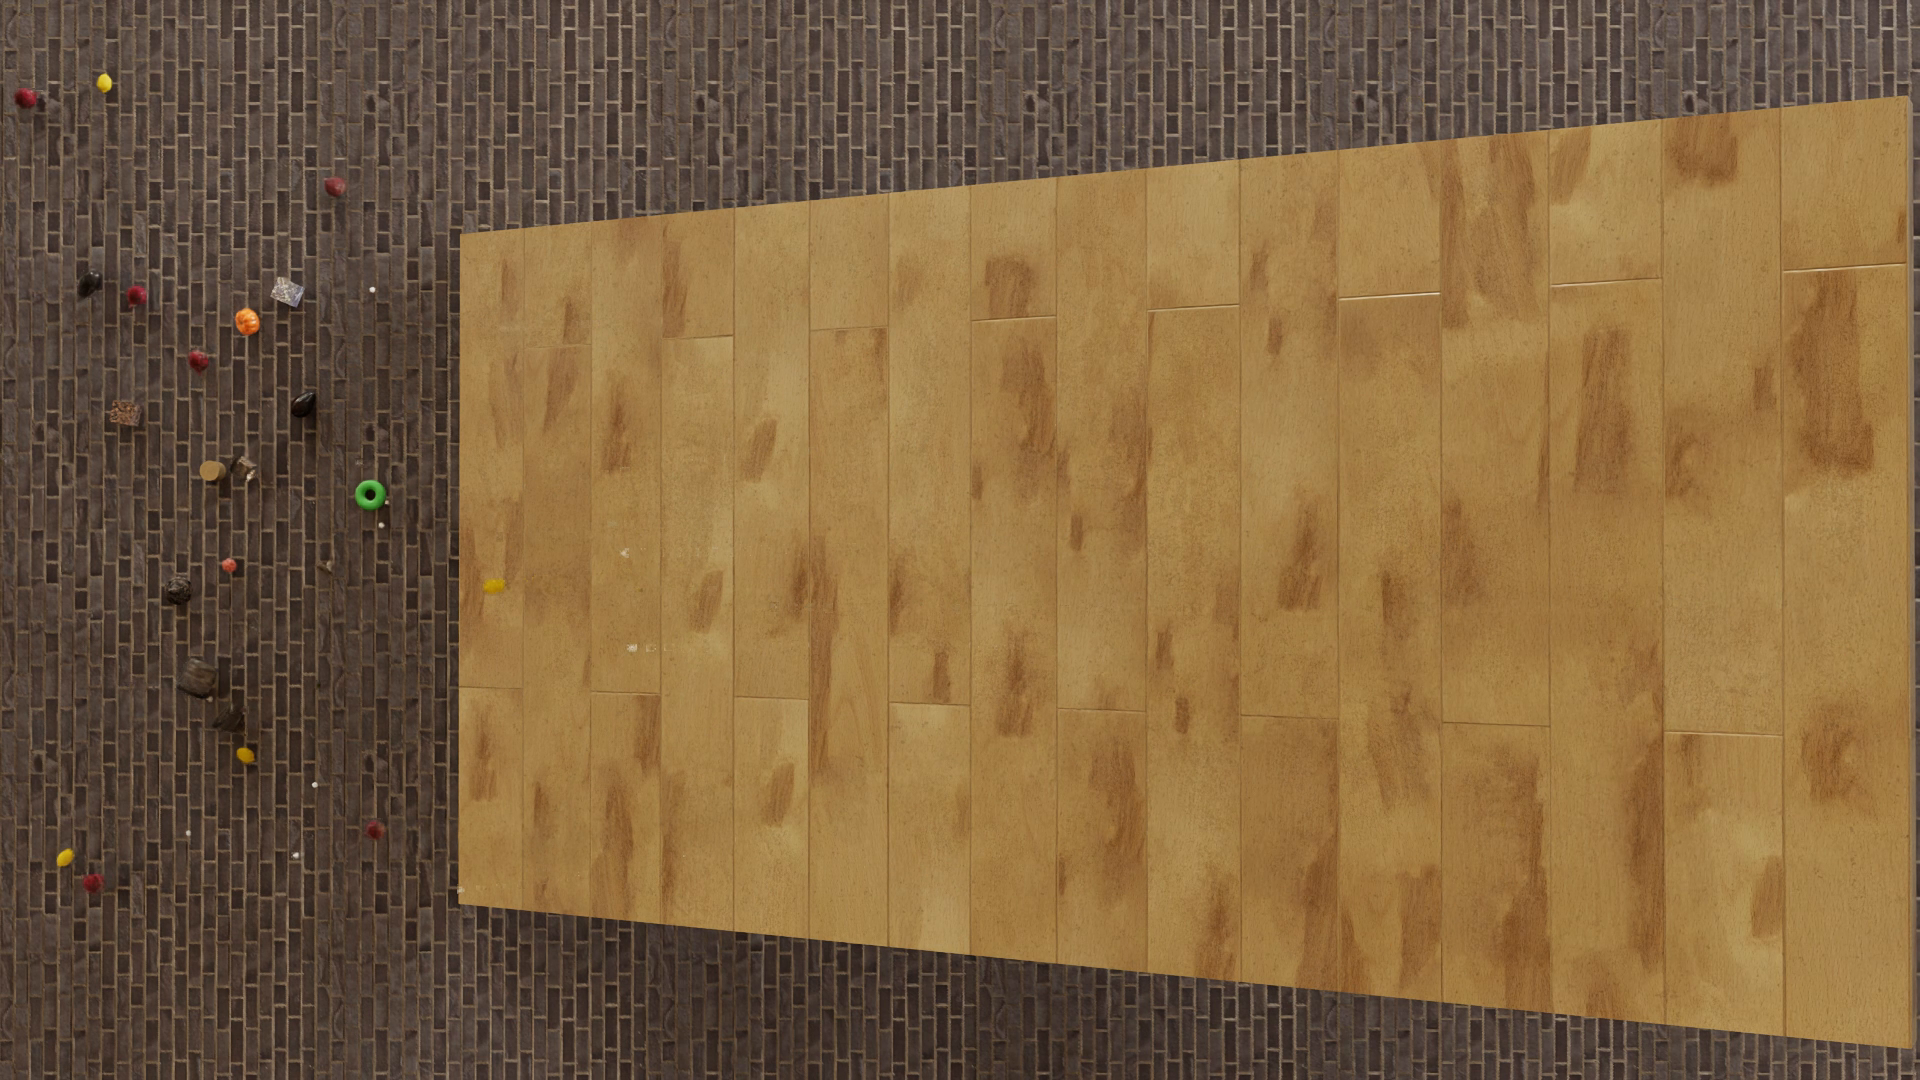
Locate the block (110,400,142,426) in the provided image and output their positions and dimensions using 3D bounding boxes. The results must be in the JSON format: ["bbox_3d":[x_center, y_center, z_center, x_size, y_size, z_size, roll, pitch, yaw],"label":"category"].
[{"bbox_3d":[-2.515,-0.381,6.630,0.064,0.064,0.064,11,89,0],"label":"block"}]

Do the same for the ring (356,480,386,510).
[{"bbox_3d":[-1.781,-0.135,6.644,0.094,0.031,0.094,0,91,0],"label":"ring"}]

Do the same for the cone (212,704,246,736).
[{"bbox_3d":[-2.184,0.562,6.631,0.096,0.096,0.096,-40,116,0],"label":"cone"}]

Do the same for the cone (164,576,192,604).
[{"bbox_3d":[-2.365,0.153,6.614,0.086,0.086,0.086,0,89,0],"label":"cone"}]

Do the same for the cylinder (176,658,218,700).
[{"bbox_3d":[-2.292,0.417,6.608,0.091,0.091,0.091,26,90,0],"label":"cylinder"}]

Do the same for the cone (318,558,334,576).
[{"bbox_3d":[-1.907,0.073,6.646,0.050,0.050,0.050,21,63,0],"label":"cone"}]

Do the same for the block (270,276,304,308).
[{"bbox_3d":[-2.028,-0.747,6.633,0.065,0.065,0.065,23,89,0],"label":"block"}]

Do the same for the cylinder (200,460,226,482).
[{"bbox_3d":[-2.252,-0.208,6.630,0.060,0.060,0.060,0,89,0],"label":"cylinder"}]

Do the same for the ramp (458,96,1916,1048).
[{"bbox_3d":[0.272,0.076,5.635,4.000,0.100,2.000,0,89,29],"label":"ramp"}]
